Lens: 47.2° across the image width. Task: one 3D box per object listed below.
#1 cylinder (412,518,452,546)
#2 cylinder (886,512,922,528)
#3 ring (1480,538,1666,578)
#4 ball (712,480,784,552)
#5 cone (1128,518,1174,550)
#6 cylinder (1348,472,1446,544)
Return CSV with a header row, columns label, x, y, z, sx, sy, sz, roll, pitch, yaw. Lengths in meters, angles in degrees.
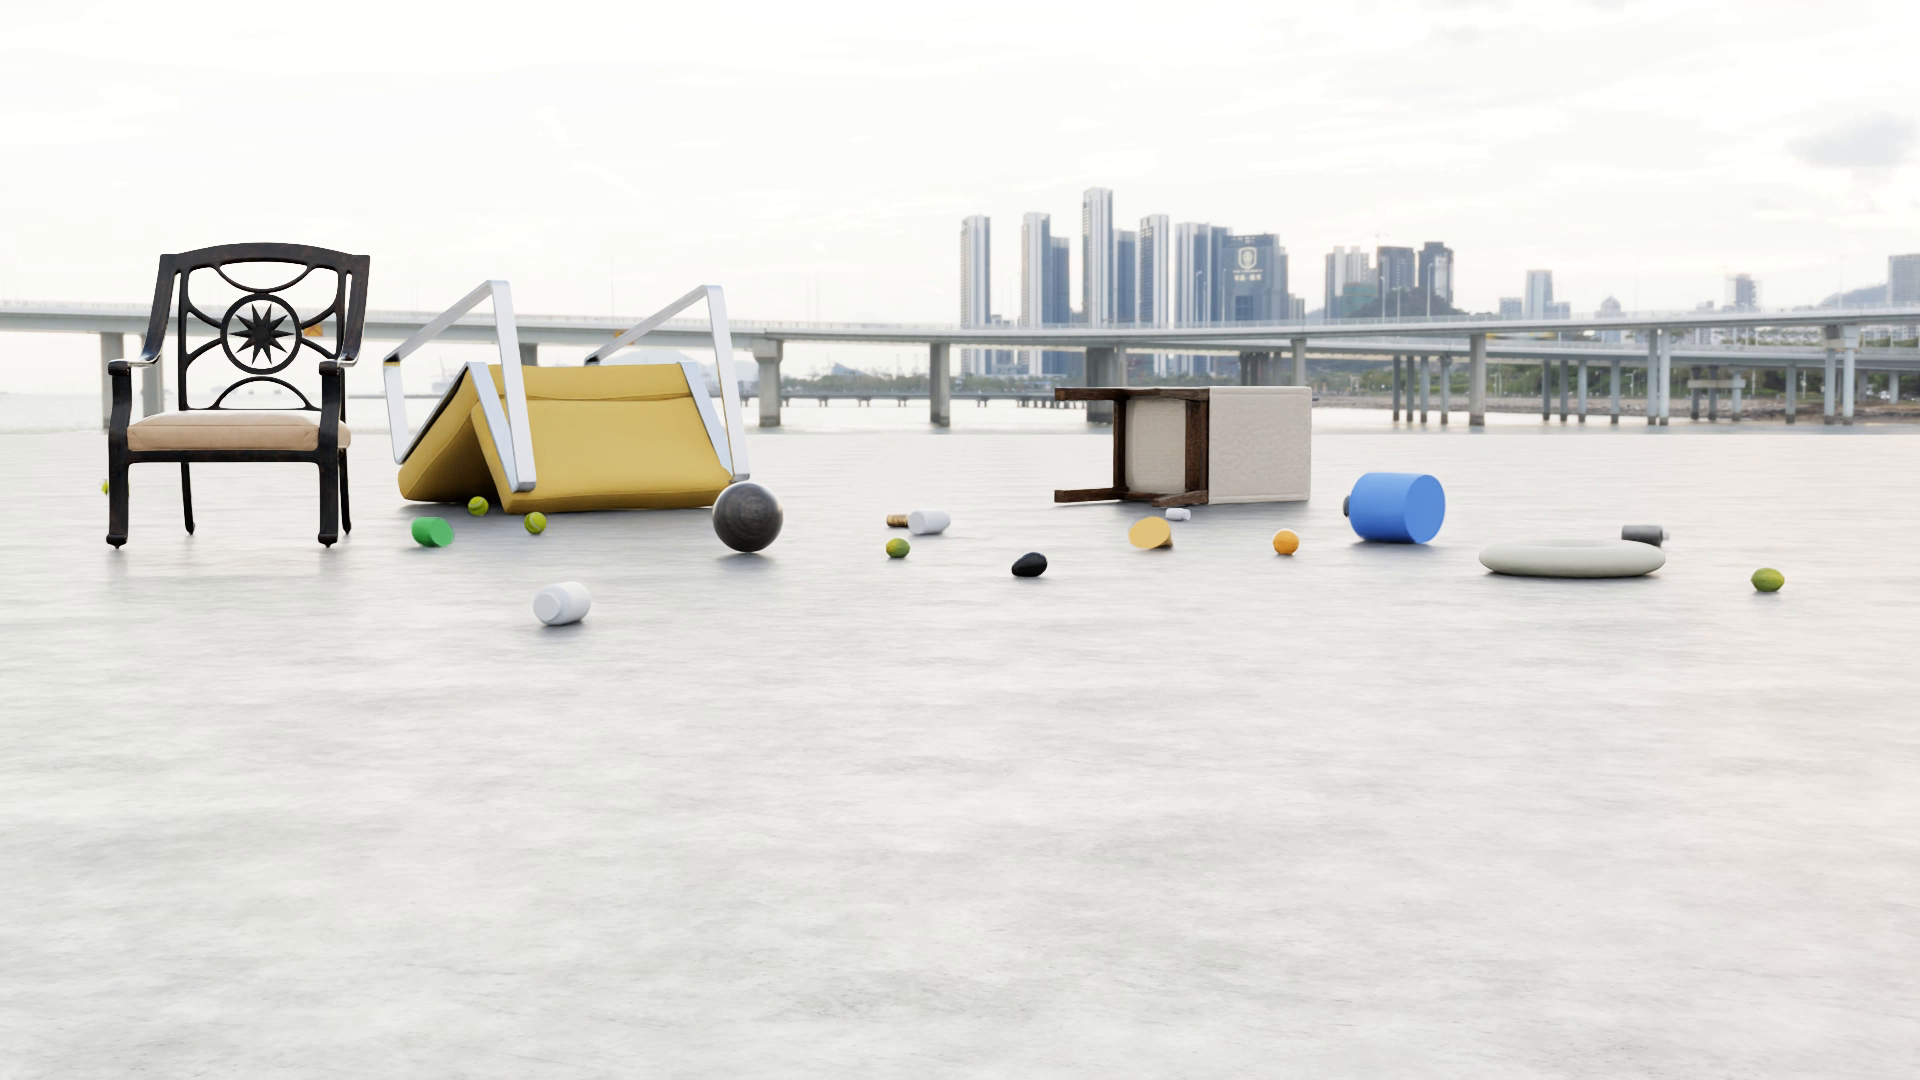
label,x,y,z,sx,sy,sz,roll,pitch,yaw
cylinder,-1.507,-0.021,6.274,0.073,0.070,0.096,2,-29,32
cylinder,-0.182,-0.065,7.179,0.095,0.044,0.081,2,5,23
ring,1.499,0.043,5.390,0.451,0.073,0.417,-1,5,-12
ball,-0.581,-0.063,6.030,0.197,0.197,0.197,0,4,0
cone,0.573,-0.002,6.248,0.128,0.089,0.169,-14,-18,27
cylinder,1.287,-0.095,6.474,0.201,0.196,0.204,4,50,48
